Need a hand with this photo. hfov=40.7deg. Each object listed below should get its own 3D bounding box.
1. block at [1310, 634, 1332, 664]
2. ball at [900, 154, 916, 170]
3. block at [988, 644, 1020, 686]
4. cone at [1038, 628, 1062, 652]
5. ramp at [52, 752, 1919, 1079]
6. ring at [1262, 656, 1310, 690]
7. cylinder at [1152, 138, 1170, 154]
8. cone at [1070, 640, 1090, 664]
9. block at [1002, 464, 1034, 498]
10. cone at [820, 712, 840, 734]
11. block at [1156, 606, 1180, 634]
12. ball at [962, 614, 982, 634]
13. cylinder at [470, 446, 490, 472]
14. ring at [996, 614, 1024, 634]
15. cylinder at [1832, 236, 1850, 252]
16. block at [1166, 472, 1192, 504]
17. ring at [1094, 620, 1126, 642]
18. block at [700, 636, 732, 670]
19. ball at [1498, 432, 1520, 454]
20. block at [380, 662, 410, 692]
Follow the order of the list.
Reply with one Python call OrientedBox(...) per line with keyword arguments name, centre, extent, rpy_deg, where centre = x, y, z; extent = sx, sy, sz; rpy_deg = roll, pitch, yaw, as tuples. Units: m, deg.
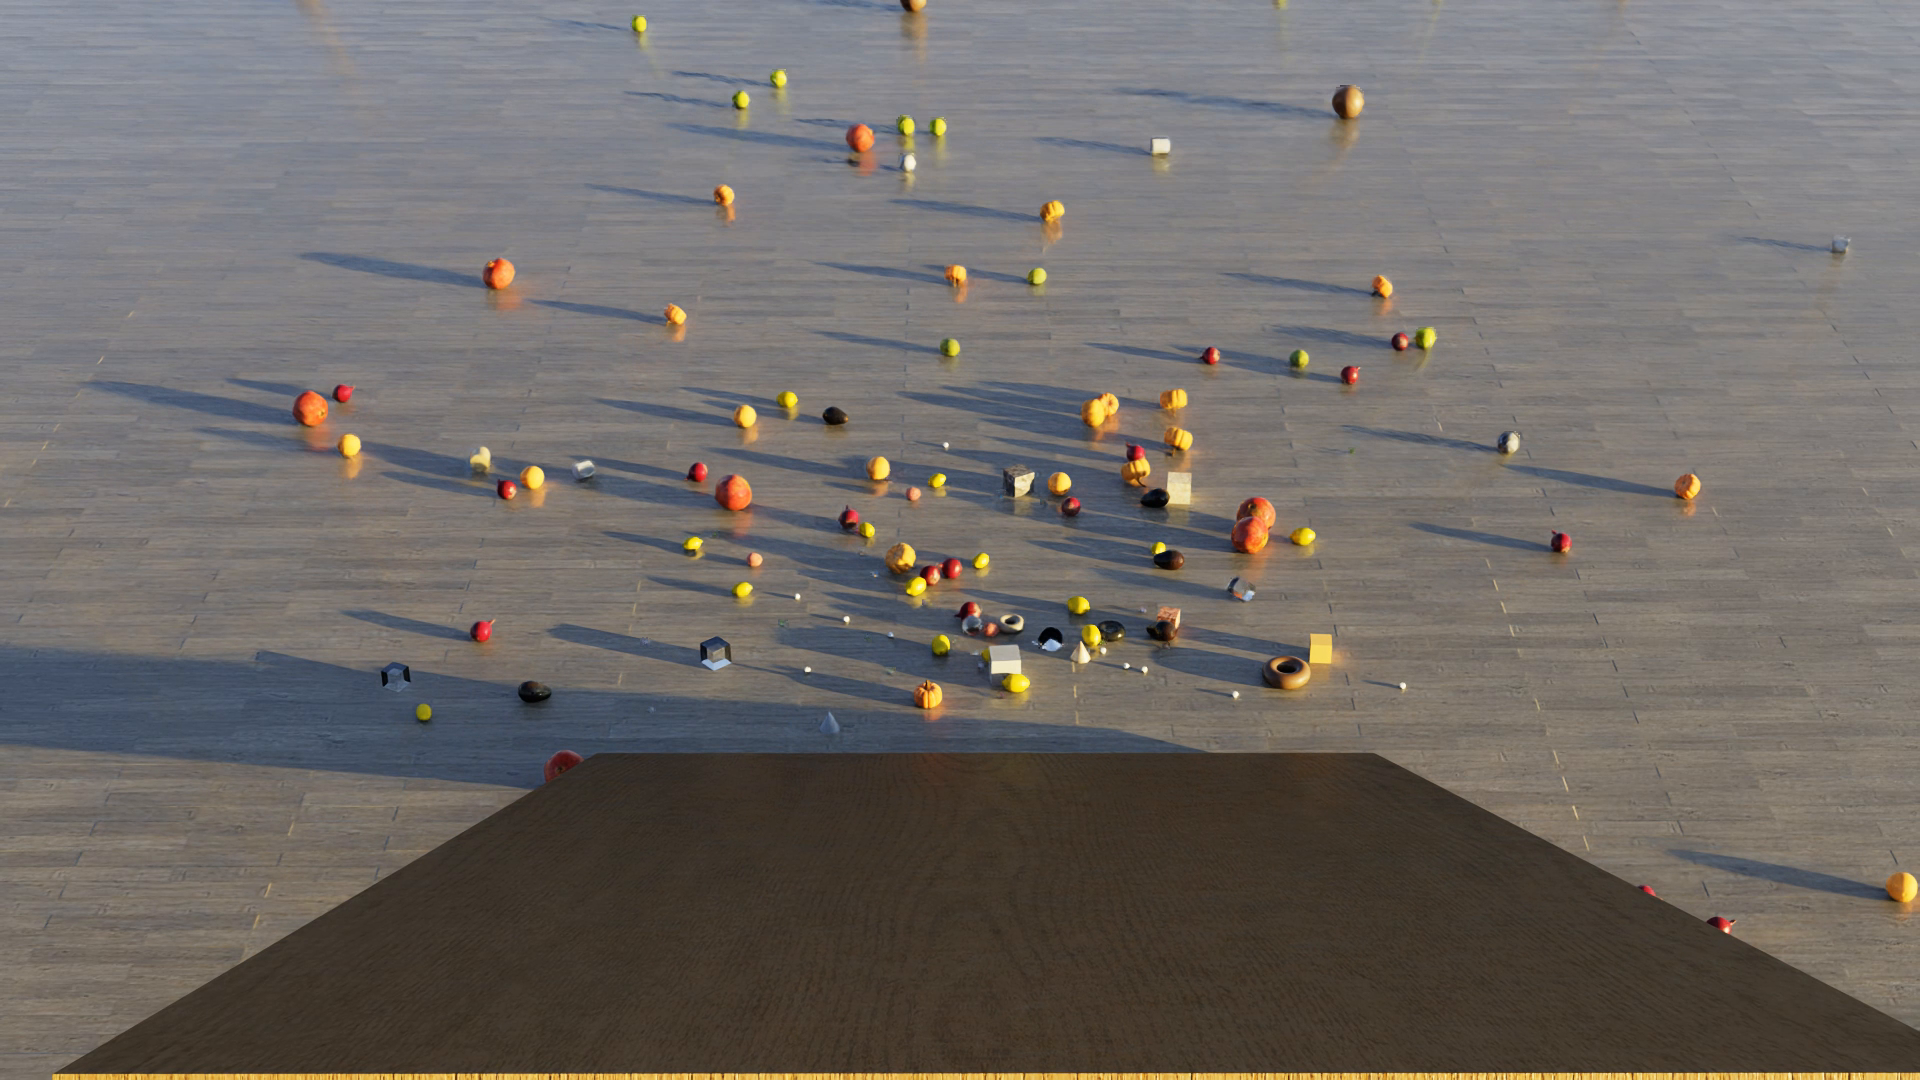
OrientedBox(name="block", centre=(1.003, 0.302, 7.198), extent=(0.058, 0.058, 0.058), rpy_deg=(3, 30, 4))
OrientedBox(name="ball", centre=(-0.211, -1.505, 10.325), extent=(0.065, 0.065, 0.065), rpy_deg=(0, 30, 0))
OrientedBox(name="block", centre=(0.123, 0.344, 7.103), extent=(0.080, 0.080, 0.080), rpy_deg=(-2, 30, -4))
OrientedBox(name="cone", centre=(0.253, 0.276, 7.271), extent=(0.067, 0.067, 0.067), rpy_deg=(-1, 3, -2))
OrientedBox(name="ramp", centre=(0.067, 0.598, 4.656), extent=(2.000, 0.100, 4.000), rpy_deg=(0, 0, 0))
OrientedBox(name="ring", centre=(0.896, 0.363, 7.106), extent=(0.134, 0.045, 0.134), rpy_deg=(-1, 30, 1))
OrientedBox(name="cylinder", centre=(0.811, -1.595, 10.479), extent=(0.066, 0.066, 0.066), rpy_deg=(-1, 30, -2))
OrientedBox(name="cone", centre=(0.335, 0.304, 7.196), extent=(0.057, 0.057, 0.057), rpy_deg=(0, 30, 0))
OrientedBox(name="block", centre=(0.181, -0.185, 8.031), extent=(0.069, 0.069, 0.069), rpy_deg=(-17, 34, -27))
OrientedBox(name="cone", centre=(-0.347, 0.479, 6.894), extent=(0.055, 0.055, 0.055), rpy_deg=(0, 30, 0))
OrientedBox(name="block", centre=(0.590, 0.228, 7.330), extent=(0.054, 0.054, 0.054), rpy_deg=(9, 31, 15))
OrientedBox(name="ball", centre=(0.034, 0.239, 7.309), extent=(0.056, 0.056, 0.056), rpy_deg=(0, 30, 0))
OrientedBox(name="cylinder", centre=(-1.515, -0.255, 8.162), extent=(0.060, 0.060, 0.060), rpy_deg=(-3, 30, -5))
OrientedBox(name="ring", centre=(0.142, 0.238, 7.340), extent=(0.084, 0.028, 0.084), rpy_deg=(0, 31, 0))
OrientedBox(name="cylinder", centre=(3.278, -1.100, 9.633), extent=(0.053, 0.053, 0.053), rpy_deg=(12, 32, 20))
OrientedBox(name="block", centre=(0.676, -0.160, 7.986), extent=(0.071, 0.071, 0.071), rpy_deg=(3, 30, 5))
OrientedBox(name="ring", centre=(0.424, 0.257, 7.306), extent=(0.087, 0.029, 0.087), rpy_deg=(0, 31, 0))
OrientedBox(name="block", centre=(-0.677, 0.314, 7.175), extent=(0.061, 0.061, 0.061), rpy_deg=(-24, 37, -35))
OrientedBox(name="ball", centre=(1.747, -0.310, 8.249), extent=(0.068, 0.068, 0.068), rpy_deg=(0, 30, 0))
OrientedBox(name="block", centre=(-1.543, 0.374, 7.078), extent=(0.053, 0.053, 0.053), rpy_deg=(14, 33, 23))
